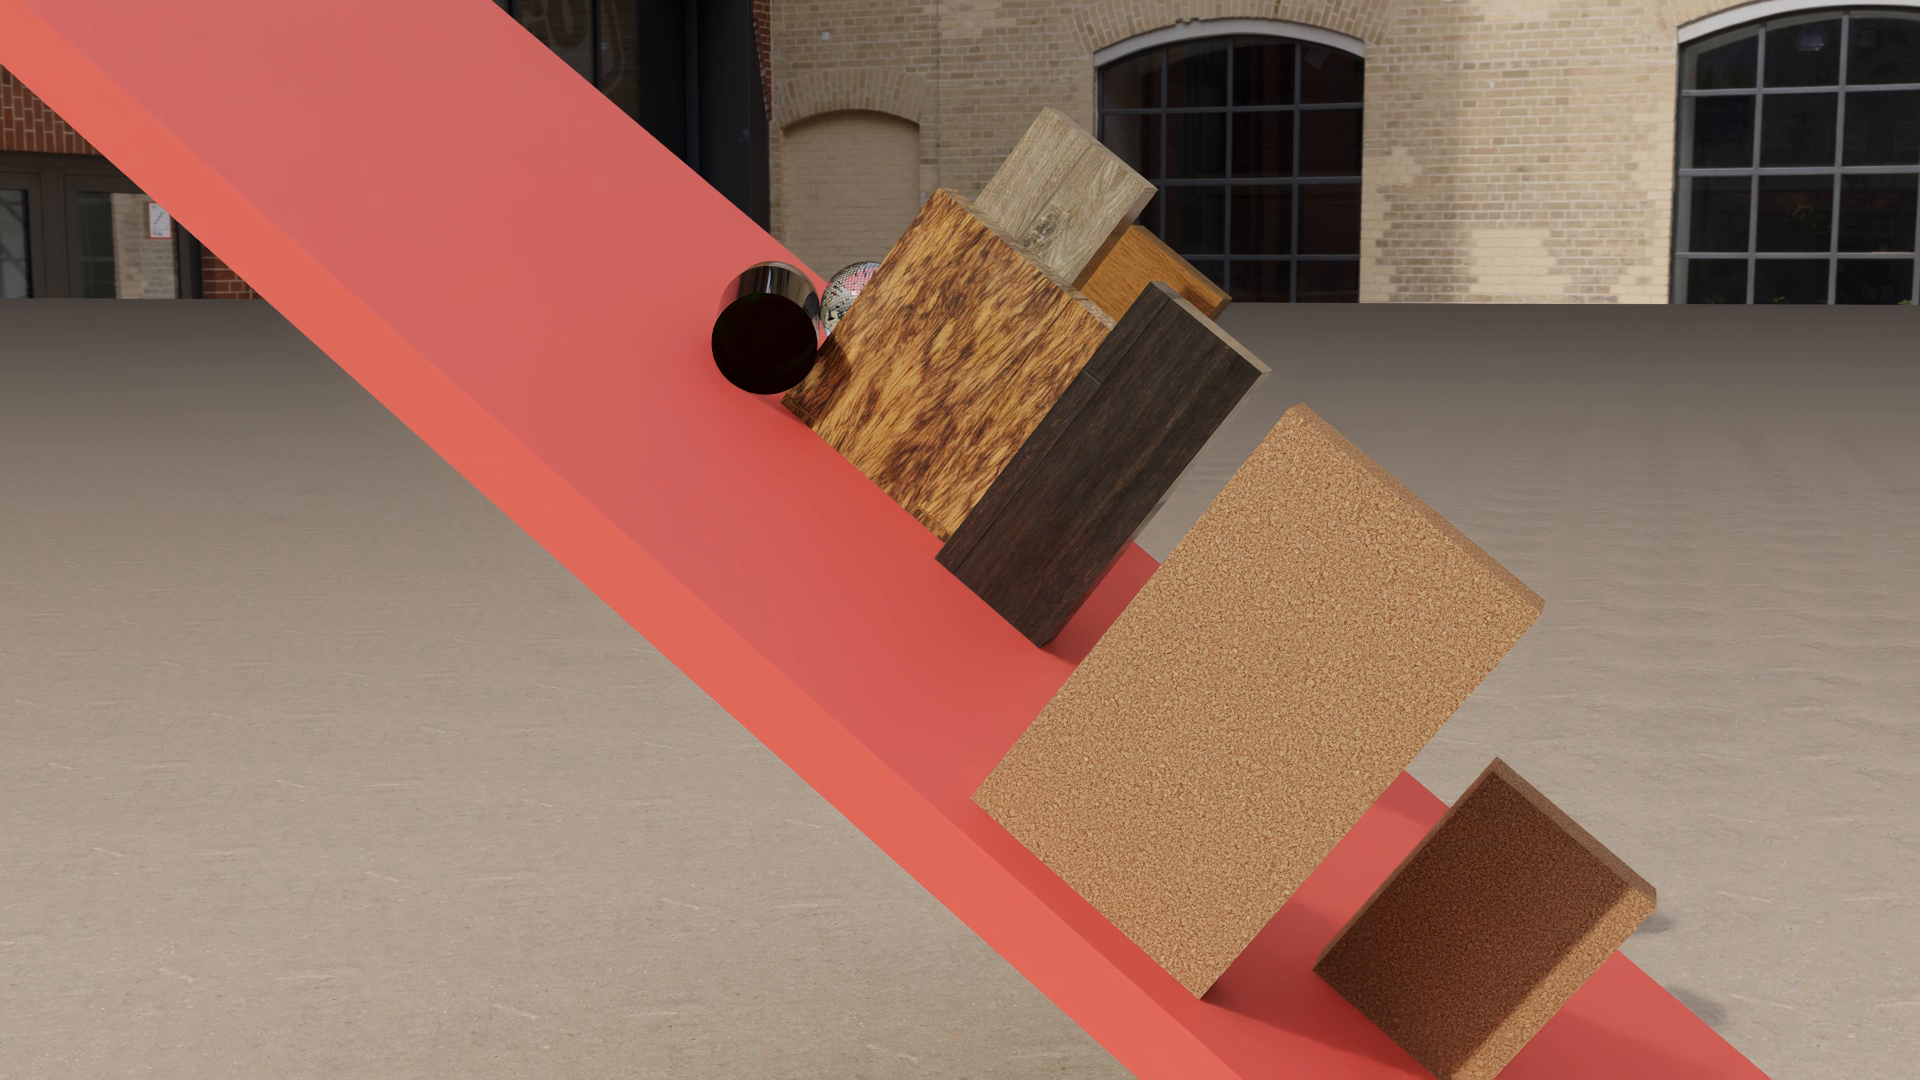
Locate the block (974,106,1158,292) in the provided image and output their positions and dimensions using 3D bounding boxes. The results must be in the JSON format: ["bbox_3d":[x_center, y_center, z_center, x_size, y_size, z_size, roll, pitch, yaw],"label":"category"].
[{"bbox_3d":[0.066,-0.489,4.338,0.251,0.705,0.115,41,16,9],"label":"block"}]

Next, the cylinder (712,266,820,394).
[{"bbox_3d":[-0.359,-0.391,4.085,0.193,0.193,0.193,0,21,-2],"label":"cylinder"}]

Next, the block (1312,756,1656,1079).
[{"bbox_3d":[0.814,0.607,3.424,0.312,0.431,0.104,41,16,9],"label":"block"}]

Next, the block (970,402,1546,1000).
[{"bbox_3d":[0.405,0.226,3.066,0.427,0.721,0.119,41,16,9],"label":"block"}]

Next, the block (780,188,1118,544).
[{"bbox_3d":[-0.011,-0.316,4.064,0.430,0.502,0.110,41,16,9],"label":"block"}]

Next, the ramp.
[{"bbox_3d":[-0.024,0.076,4.051,4.000,0.100,2.000,41,16,9],"label":"ramp"}]

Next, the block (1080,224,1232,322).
[{"bbox_3d":[0.308,-0.380,4.801,0.254,0.573,0.124,41,16,9],"label":"block"}]

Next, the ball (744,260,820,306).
[{"bbox_3d":[-0.362,-0.450,4.262,0.181,0.181,0.181,0,7,0],"label":"ball"}]

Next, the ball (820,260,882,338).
[{"bbox_3d":[-0.175,-0.443,4.257,0.193,0.193,0.193,0,7,0],"label":"ball"}]

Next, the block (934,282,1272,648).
[{"bbox_3d":[0.249,-0.132,3.886,0.249,0.628,0.111,41,16,9],"label":"block"}]
